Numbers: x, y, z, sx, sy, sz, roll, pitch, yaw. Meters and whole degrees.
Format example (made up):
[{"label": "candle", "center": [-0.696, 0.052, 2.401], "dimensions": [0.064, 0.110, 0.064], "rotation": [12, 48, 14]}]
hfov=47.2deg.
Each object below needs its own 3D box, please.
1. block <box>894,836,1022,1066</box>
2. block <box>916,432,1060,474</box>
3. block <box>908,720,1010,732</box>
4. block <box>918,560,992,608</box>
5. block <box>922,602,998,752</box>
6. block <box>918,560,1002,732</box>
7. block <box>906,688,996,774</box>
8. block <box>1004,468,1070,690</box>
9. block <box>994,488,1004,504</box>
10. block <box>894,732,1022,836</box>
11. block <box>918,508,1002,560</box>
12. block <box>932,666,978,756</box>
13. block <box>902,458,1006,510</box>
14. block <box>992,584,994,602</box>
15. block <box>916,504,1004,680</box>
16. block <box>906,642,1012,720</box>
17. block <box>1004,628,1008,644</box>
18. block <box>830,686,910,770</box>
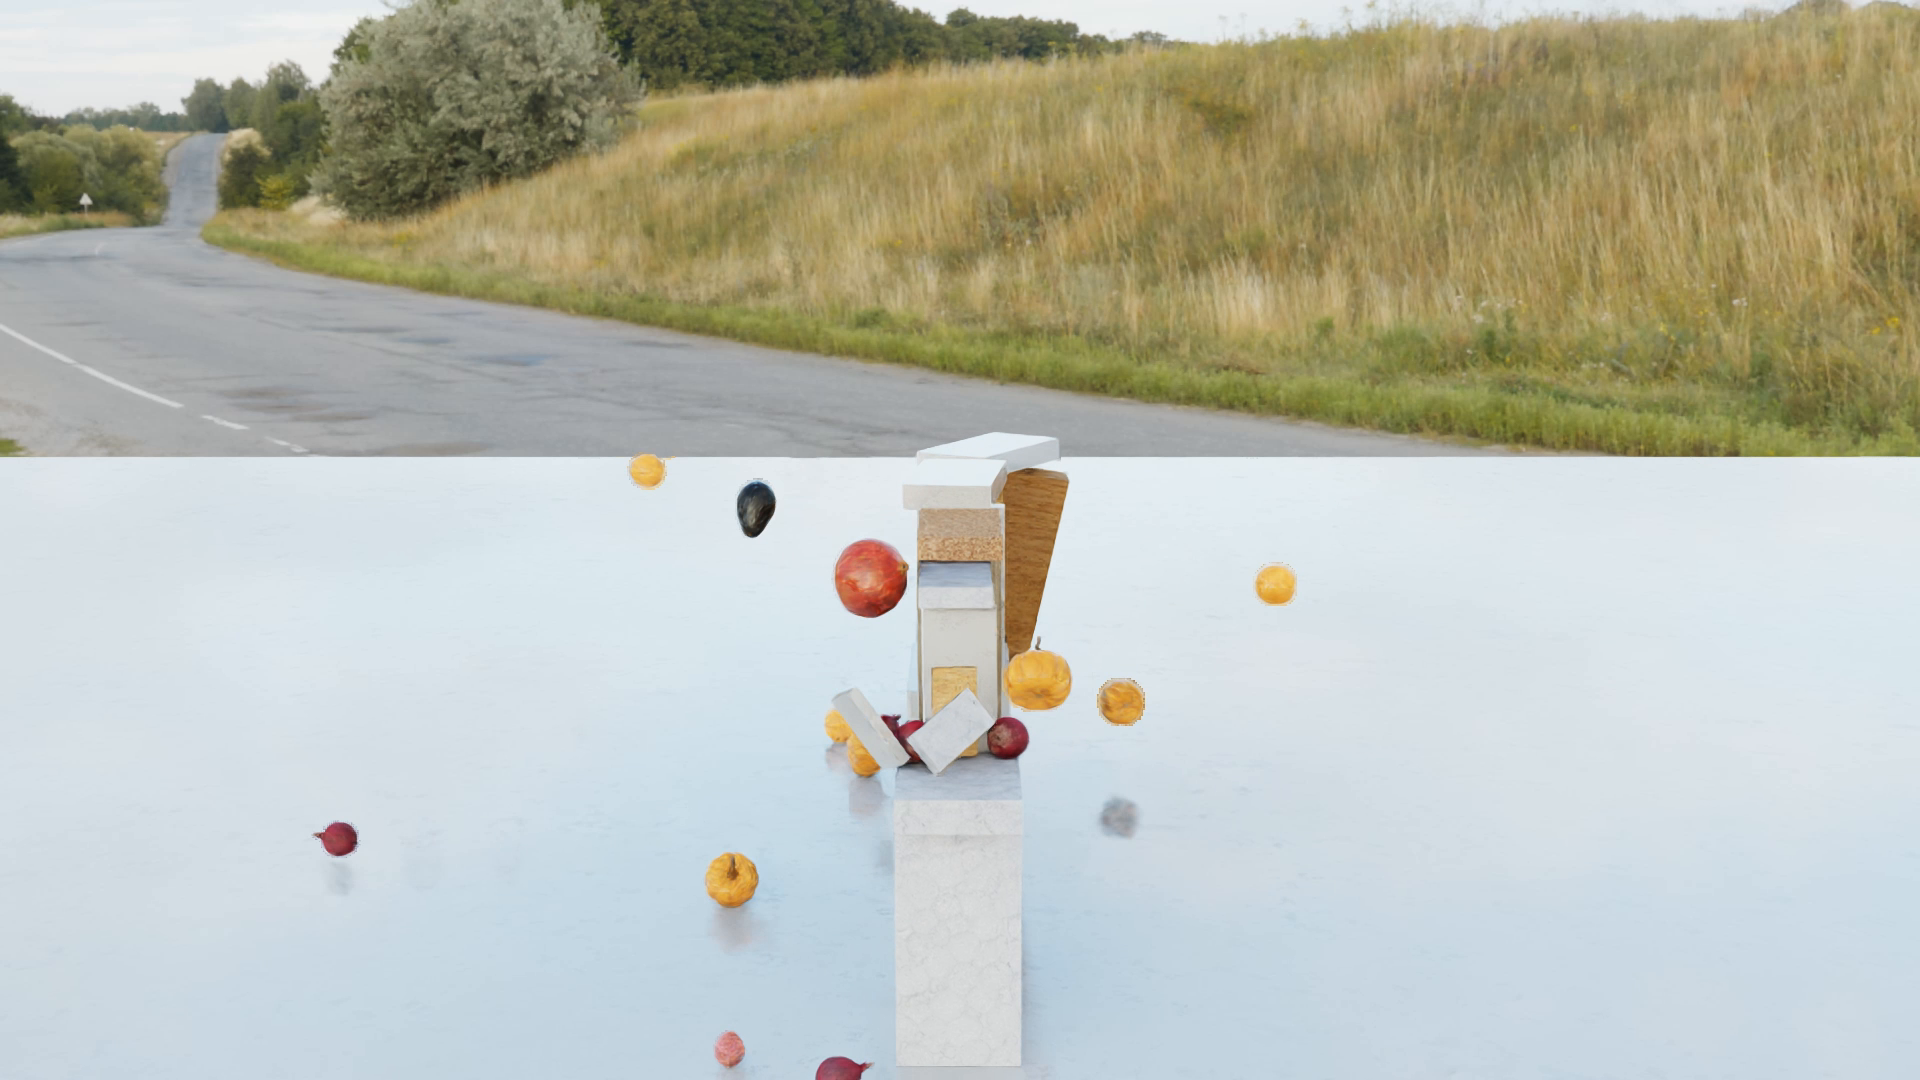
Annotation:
[{"label": "block", "center": [-0.002, 0.545, 2.980], "dimensions": [0.170, 0.339, 0.048], "rotation": [0, 11, 0]}, {"label": "block", "center": [0.053, -0.154, 4.017], "dimensions": [0.140, 0.040, 0.280], "rotation": [6, 13, 30]}, {"label": "block", "center": [-0.001, 0.438, 3.580], "dimensions": [0.166, 0.331, 0.047], "rotation": [0, 11, 0]}, {"label": "block", "center": [-0.007, 0.062, 3.164], "dimensions": [0.103, 0.029, 0.207], "rotation": [0, 10, 0]}, {"label": "block", "center": [-0.001, 0.194, 3.103], "dimensions": [0.104, 0.207, 0.029], "rotation": [-1, 4, -6]}, {"label": "block", "center": [0.000, 0.186, 3.310], "dimensions": [0.125, 0.331, 0.035], "rotation": [0, 10, 0]}, {"label": "block", "center": [-0.012, 0.263, 3.027], "dimensions": [0.124, 0.062, 0.018], "rotation": [-38, 1, -39]}, {"label": "block", "center": [0.089, 0.073, 4.156], "dimensions": [0.140, 0.446, 0.040], "rotation": [8, 24, -10]}, {"label": "block", "center": [0.002, 0.049, 3.740], "dimensions": [0.141, 0.282, 0.040], "rotation": [0, 11, 0]}, {"label": "block", "center": [-0.003, 0.334, 3.055], "dimensions": [0.170, 0.048, 0.339], "rotation": [0, 11, 0]}, {"label": "block", "center": [0.000, -0.009, 3.358], "dimensions": [0.125, 0.035, 0.250], "rotation": [0, 10, 0]}, {"label": "block", "center": [-0.007, 0.241, 3.082], "dimensions": [0.062, 0.124, 0.018], "rotation": [-1, 4, -6]}, {"label": "block", "center": [-0.007, -0.093, 3.622], "dimensions": [0.141, 0.040, 0.282], "rotation": [1, 11, 6]}, {"label": "block", "center": [-0.002, 0.214, 3.247], "dimensions": [0.104, 0.297, 0.029], "rotation": [0, 5, 0]}, {"label": "block", "center": [0.001, 0.083, 3.556], "dimensions": [0.141, 0.282, 0.040], "rotation": [0, 11, 0]}, {"label": "block", "center": [-0.001, 0.232, 3.654], "dimensions": [0.166, 0.047, 0.331], "rotation": [0, 11, 0]}, {"label": "block", "center": [0.001, 0.181, 3.982], "dimensions": [0.161, 0.046, 0.322], "rotation": [0, 11, -1]}, {"label": "block", "center": [-0.124, 0.261, 3.038], "dimensions": [0.018, 0.124, 0.062], "rotation": [-40, 8, -29]}]
